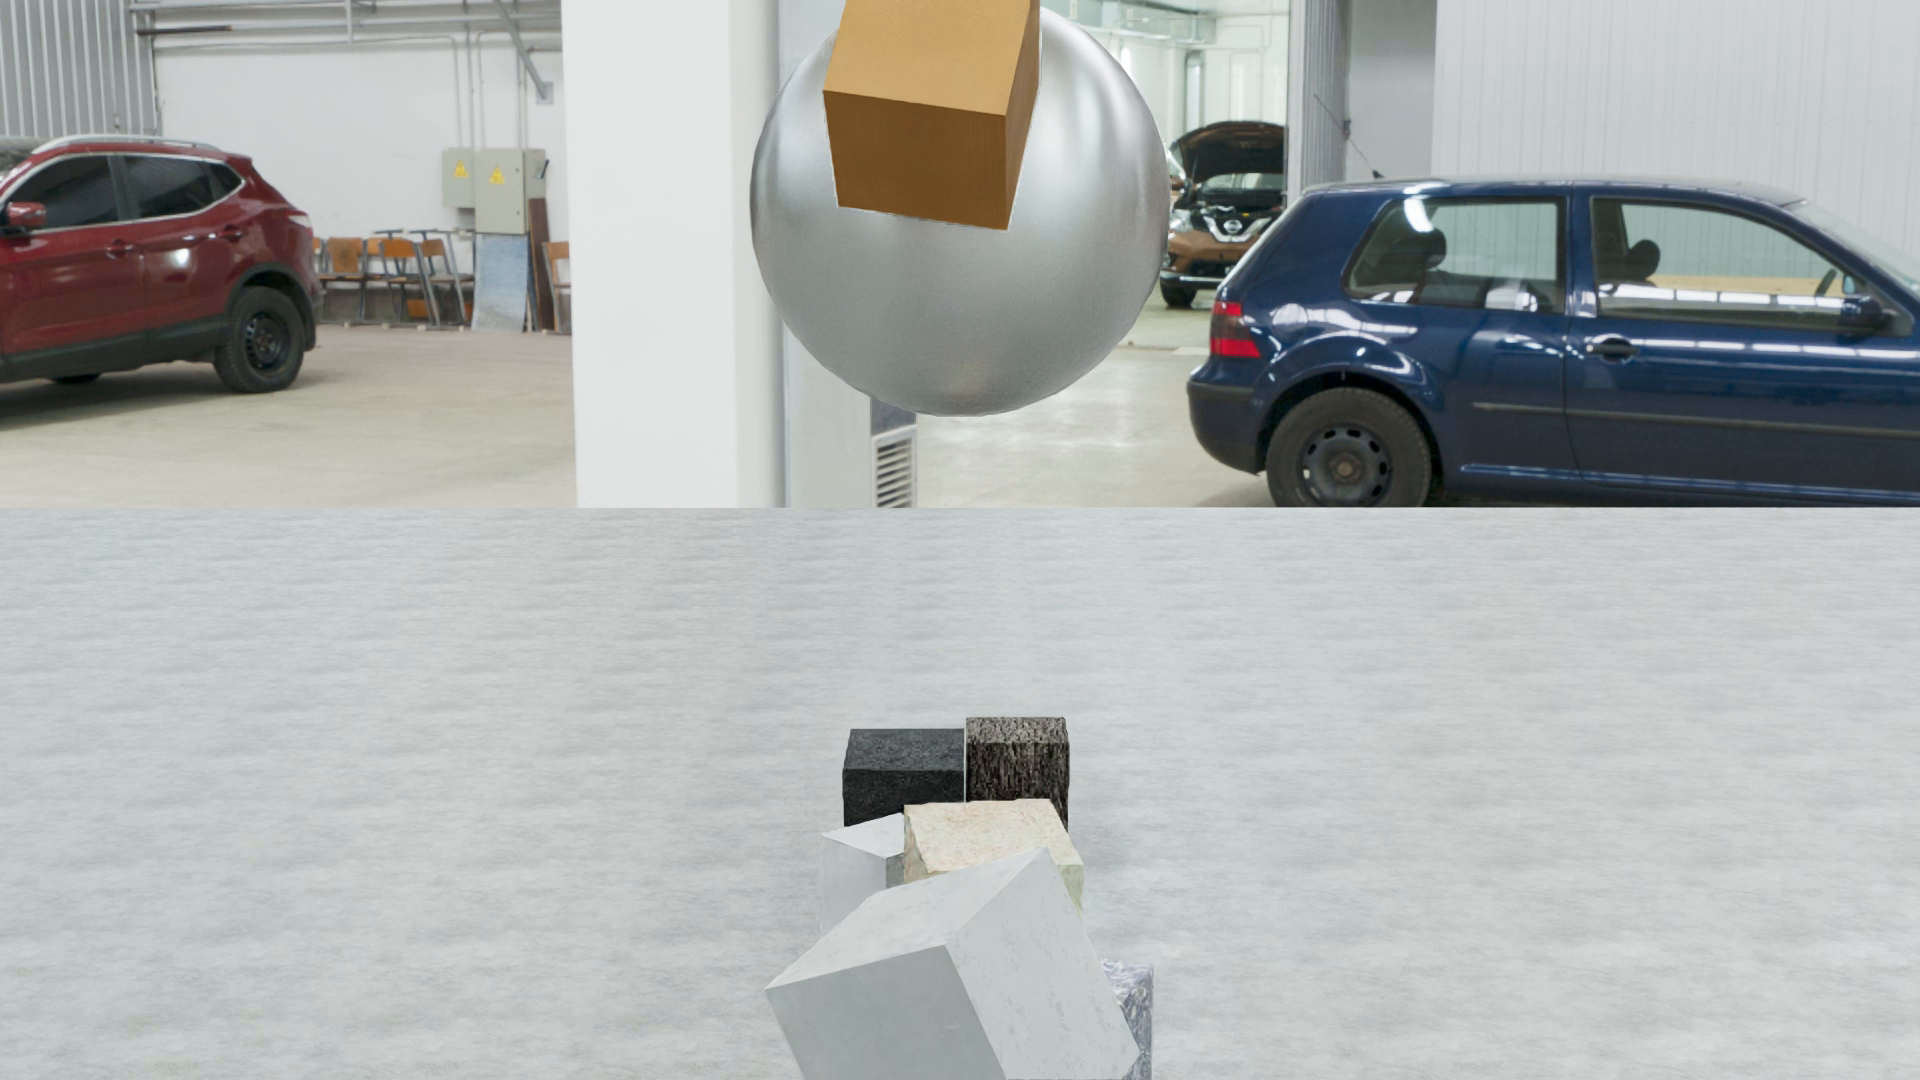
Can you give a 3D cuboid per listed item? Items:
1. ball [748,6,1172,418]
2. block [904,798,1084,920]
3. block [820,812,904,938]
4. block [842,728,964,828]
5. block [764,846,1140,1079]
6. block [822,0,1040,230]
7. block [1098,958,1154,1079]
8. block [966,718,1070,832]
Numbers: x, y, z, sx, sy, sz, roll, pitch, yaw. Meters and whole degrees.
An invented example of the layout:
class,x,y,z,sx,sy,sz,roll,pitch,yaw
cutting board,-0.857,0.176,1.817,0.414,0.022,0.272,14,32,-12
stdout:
class,x,y,z,sx,sy,sz,roll,pitch,yaw
ball,0.000,-1.265,8.343,1.600,1.600,1.600,0,10,0
block,0.122,1.533,9.019,0.617,0.705,0.717,-2,15,-9
block,-0.299,1.539,9.757,0.469,0.482,0.441,-9,14,-42
block,-0.264,1.298,10.738,0.570,0.588,0.691,0,12,1
block,-0.011,1.277,5.820,0.600,0.630,0.587,-21,7,32
block,-0.077,-1.484,7.188,0.575,0.611,0.635,9,-25,6
block,0.229,1.839,7.465,0.697,0.710,0.600,4,11,21
block,0.290,1.229,11.387,0.523,0.507,0.505,0,10,0
